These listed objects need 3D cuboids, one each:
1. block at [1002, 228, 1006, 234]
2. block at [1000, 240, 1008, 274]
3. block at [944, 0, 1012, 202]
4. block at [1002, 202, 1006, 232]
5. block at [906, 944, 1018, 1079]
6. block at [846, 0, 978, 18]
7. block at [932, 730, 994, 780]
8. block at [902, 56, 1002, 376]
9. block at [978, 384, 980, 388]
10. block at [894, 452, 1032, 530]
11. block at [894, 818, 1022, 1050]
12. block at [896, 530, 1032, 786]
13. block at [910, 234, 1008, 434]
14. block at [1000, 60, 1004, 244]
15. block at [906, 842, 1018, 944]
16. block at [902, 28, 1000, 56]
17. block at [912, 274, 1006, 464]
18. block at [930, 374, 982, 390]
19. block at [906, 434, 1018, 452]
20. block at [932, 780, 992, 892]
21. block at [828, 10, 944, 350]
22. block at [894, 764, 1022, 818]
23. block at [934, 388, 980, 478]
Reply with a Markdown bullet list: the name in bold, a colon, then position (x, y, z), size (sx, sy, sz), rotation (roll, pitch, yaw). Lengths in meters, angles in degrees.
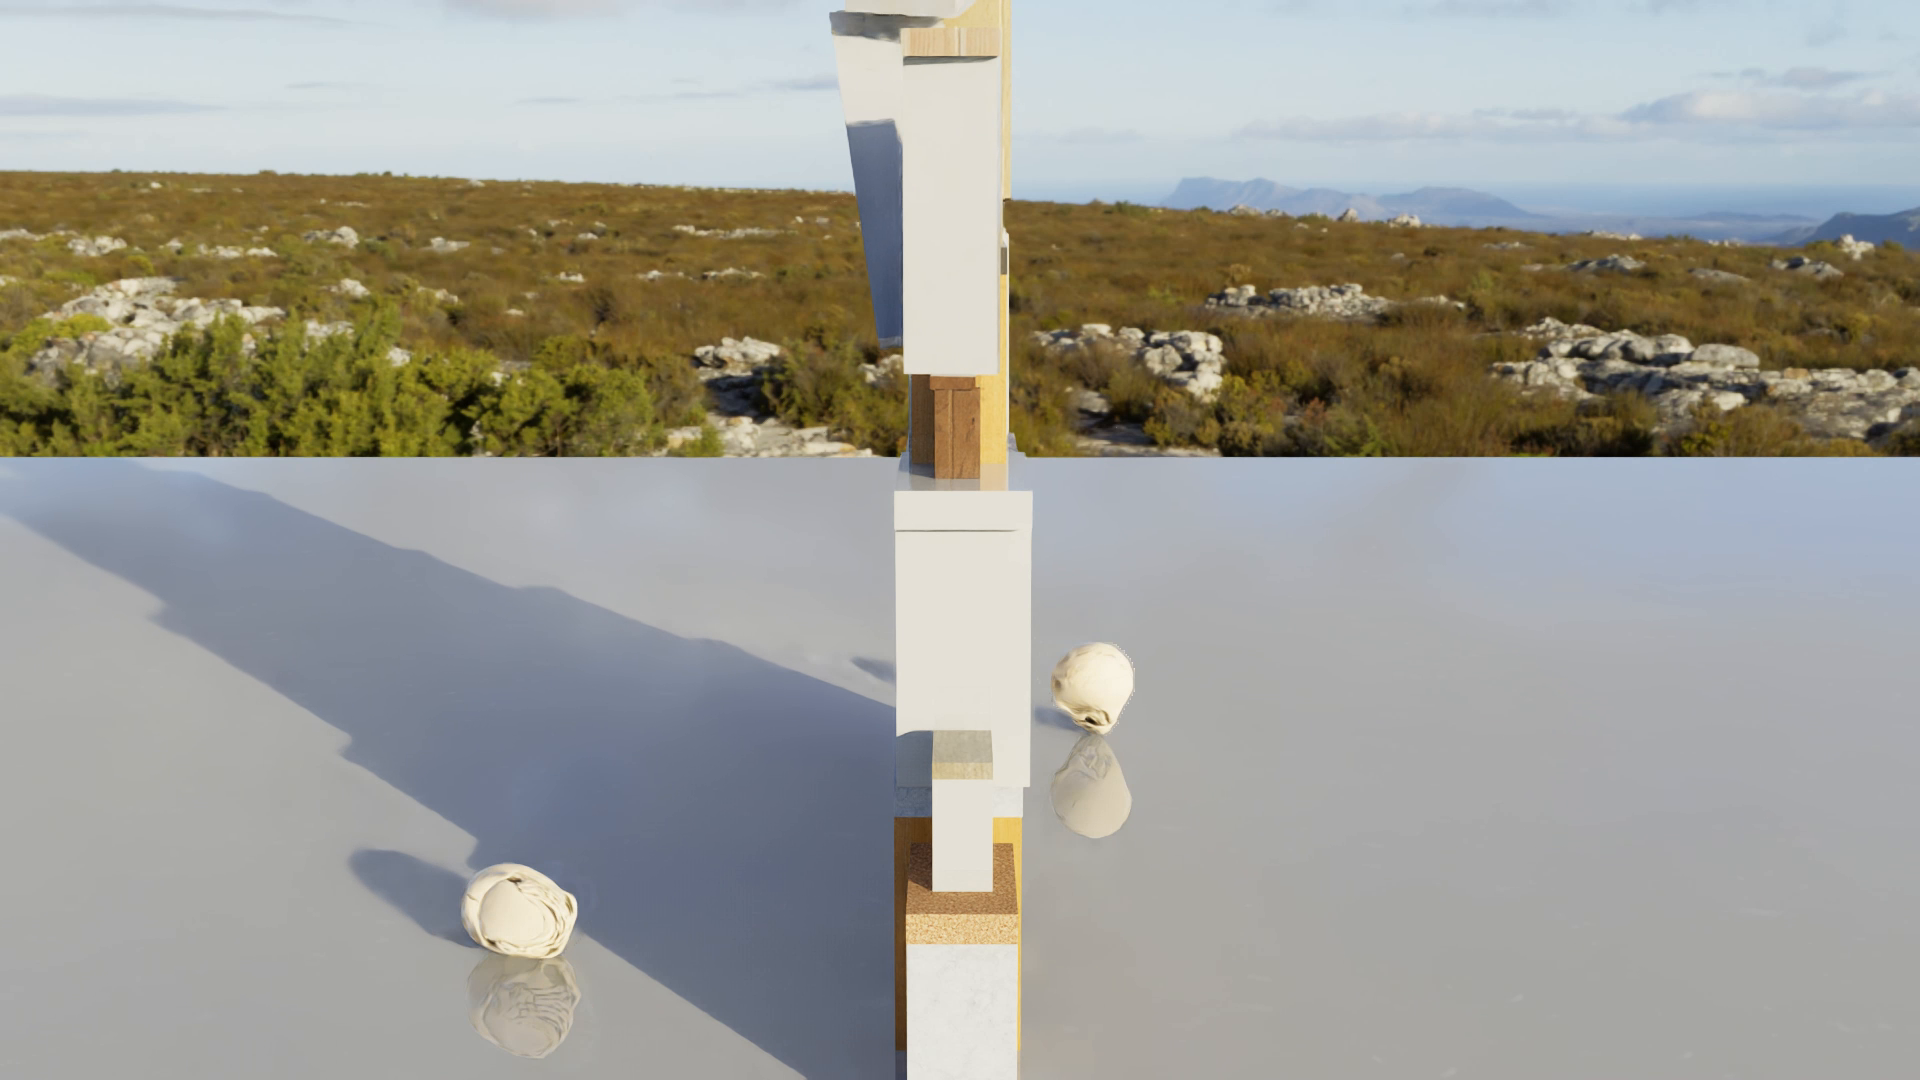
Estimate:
- **block**: position (-0.002, -0.274, 3.687), size (0.156, 0.491, 0.044), rotation (0, 5, 0)
- **block**: position (-0.002, -0.400, 3.095), size (0.130, 0.037, 0.261), rotation (0, 11, -1)
- **block**: position (-0.004, -0.731, 3.583), size (0.175, 0.350, 0.050), rotation (0, 3, 0)
- **block**: position (-0.007, -0.525, 3.562), size (0.156, 0.044, 0.312), rotation (0, 10, 2)
- **block**: position (0.003, 0.620, 2.756), size (0.137, 0.274, 0.039), rotation (0, 11, 0)
- **block**: position (-0.043, -0.890, 3.464), size (0.175, 0.050, 0.350), rotation (7, 27, 14)
- **block**: position (0.003, 0.272, 2.790), size (0.075, 0.021, 0.150), rotation (0, 11, 0)
- **block**: position (-0.010, -0.423, 2.880), size (0.124, 0.410, 0.035), rotation (1, 11, 8)
- **block**: position (-0.003, -0.156, 2.984), size (0.060, 0.120, 0.017), rotation (1, 11, 3)
- **block**: position (0.004, -0.070, 2.987), size (0.176, 0.050, 0.353), rotation (0, 11, 0)
- **block**: position (-0.003, 0.531, 3.035), size (0.173, 0.346, 0.049), rotation (0, 11, 0)
- **block**: position (0.004, 0.149, 2.909), size (0.176, 0.353, 0.050), rotation (0, 11, 0)
- **block**: position (-0.002, -0.324, 3.462), size (0.156, 0.312, 0.044), rotation (0, 4, 0)
- **block**: position (-0.004, -0.531, 3.018), size (0.124, 0.248, 0.035), rotation (0, 10, -1)
- **block**: position (0.003, 0.450, 2.817), size (0.137, 0.039, 0.274), rotation (0, 11, 0)
- **block**: position (-0.009, -0.655, 2.912), size (0.124, 0.035, 0.248), rotation (0, 11, 1)
- **block**: position (-0.002, -0.238, 3.038), size (0.130, 0.261, 0.037), rotation (0, 11, 0)
- **block**: position (-0.005, -0.216, 2.936), size (0.060, 0.017, 0.120), rotation (1, 11, 4)
- **block**: position (0.003, -0.116, 3.334), size (0.168, 0.048, 0.336), rotation (0, 11, 0)
- **block**: position (0.003, 0.365, 2.756), size (0.075, 0.150, 0.021), rotation (0, 11, 0)
- **block**: position (-0.077, -0.571, 3.395), size (0.175, 0.553, 0.050), rotation (-9, -16, 0)
- **block**: position (-0.003, 0.316, 3.113), size (0.173, 0.049, 0.346), rotation (0, 11, 0)
- **block**: position (-0.003, -0.141, 2.907), size (0.060, 0.120, 0.017), rotation (0, 10, -2)
